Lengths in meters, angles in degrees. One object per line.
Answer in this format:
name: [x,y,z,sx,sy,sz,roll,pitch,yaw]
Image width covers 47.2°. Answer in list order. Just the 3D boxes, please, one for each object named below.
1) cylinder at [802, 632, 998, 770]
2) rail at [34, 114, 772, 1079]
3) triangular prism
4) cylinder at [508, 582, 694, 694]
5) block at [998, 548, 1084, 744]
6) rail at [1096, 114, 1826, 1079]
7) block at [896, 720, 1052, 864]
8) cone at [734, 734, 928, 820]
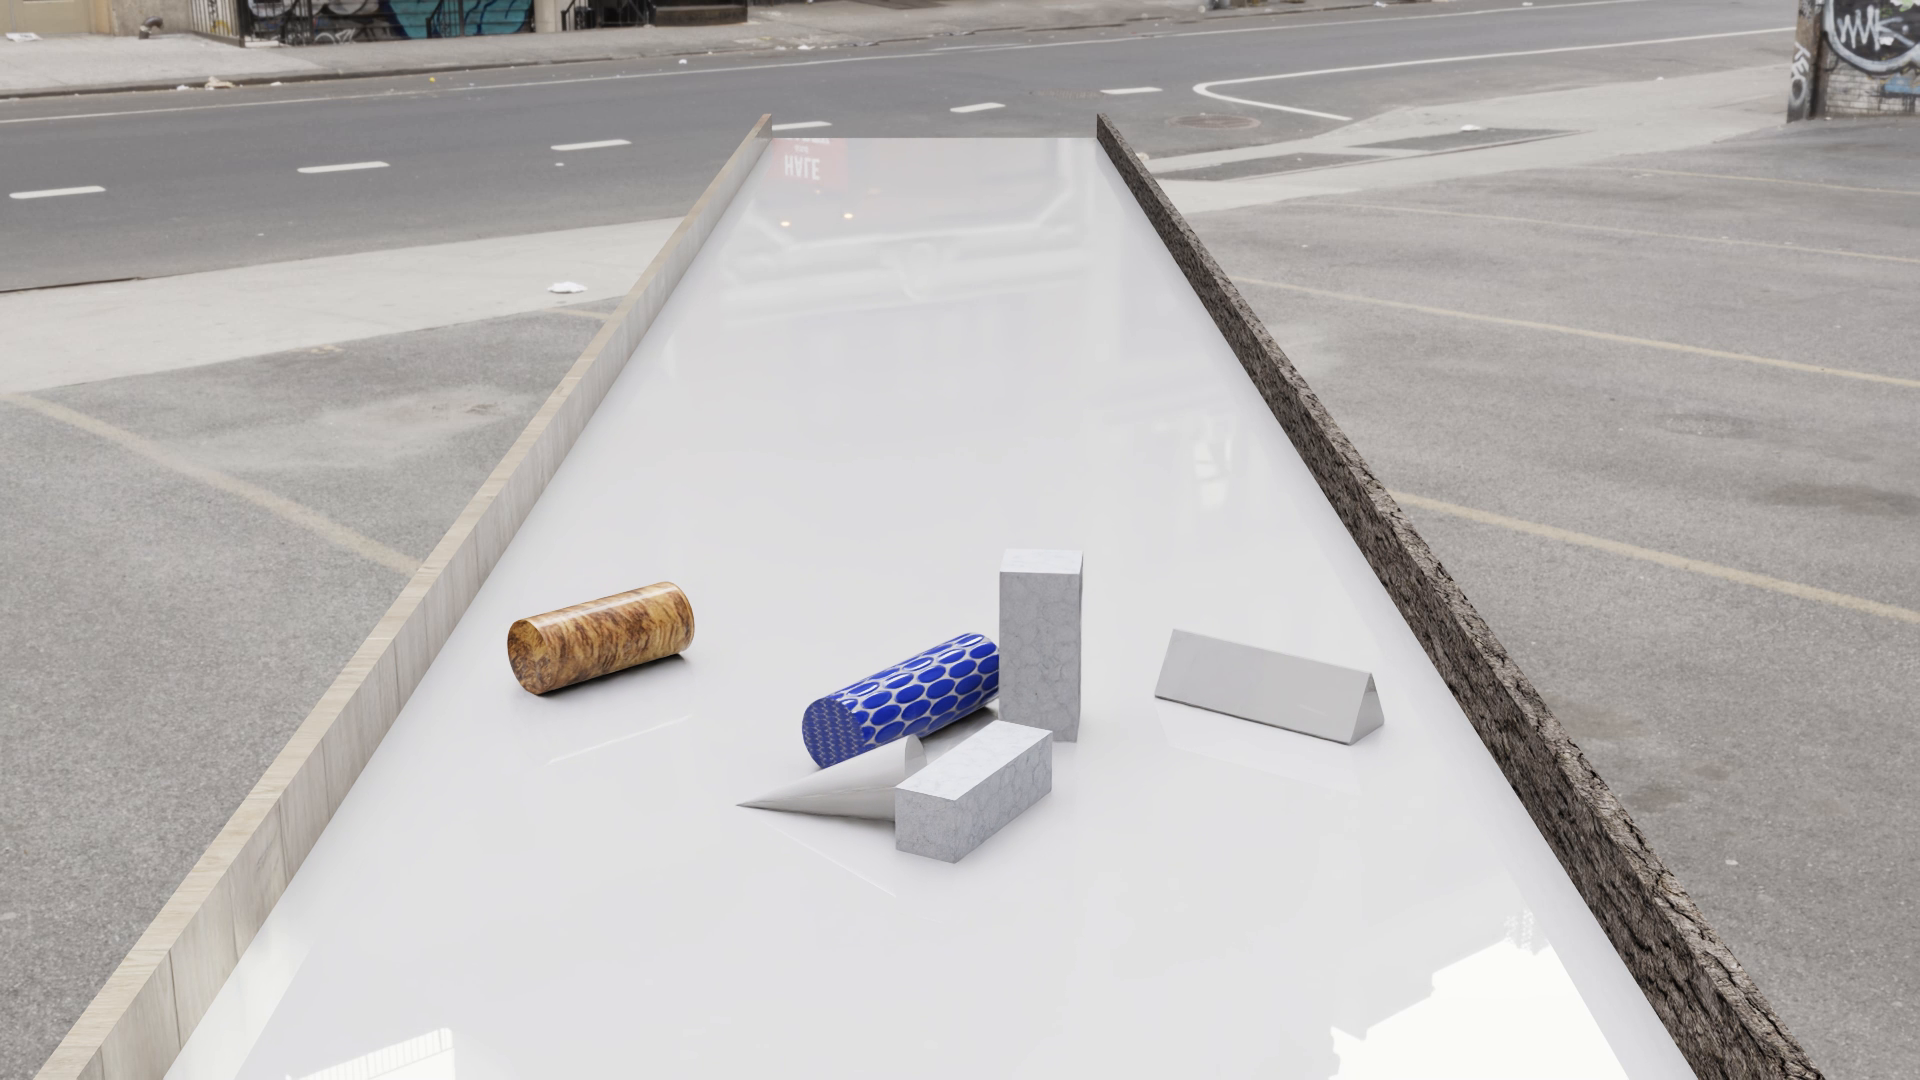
cylinder: [-0.095,0.293,3.994,0.141,0.141,0.432,12,20,34]
rail: [-1.118,-0.838,7.780,0.050,0.150,12.000,0,17,-1]
triangular prism: [0.579,0.262,4.127,0.416,0.119,0.137,12,21,35]
cylinder: [-0.704,0.190,4.330,0.344,0.148,0.148,-16,23,-42]
block: [0.148,0.192,4.016,0.142,0.322,0.142,2,17,6]
rail: [0.932,-0.844,7.801,0.050,0.150,12.000,0,17,-1]
block: [0.027,0.413,3.646,0.110,0.110,0.339,9,19,28]
cone: [-0.226,0.422,3.680,0.328,0.149,0.149,-10,14,14]
